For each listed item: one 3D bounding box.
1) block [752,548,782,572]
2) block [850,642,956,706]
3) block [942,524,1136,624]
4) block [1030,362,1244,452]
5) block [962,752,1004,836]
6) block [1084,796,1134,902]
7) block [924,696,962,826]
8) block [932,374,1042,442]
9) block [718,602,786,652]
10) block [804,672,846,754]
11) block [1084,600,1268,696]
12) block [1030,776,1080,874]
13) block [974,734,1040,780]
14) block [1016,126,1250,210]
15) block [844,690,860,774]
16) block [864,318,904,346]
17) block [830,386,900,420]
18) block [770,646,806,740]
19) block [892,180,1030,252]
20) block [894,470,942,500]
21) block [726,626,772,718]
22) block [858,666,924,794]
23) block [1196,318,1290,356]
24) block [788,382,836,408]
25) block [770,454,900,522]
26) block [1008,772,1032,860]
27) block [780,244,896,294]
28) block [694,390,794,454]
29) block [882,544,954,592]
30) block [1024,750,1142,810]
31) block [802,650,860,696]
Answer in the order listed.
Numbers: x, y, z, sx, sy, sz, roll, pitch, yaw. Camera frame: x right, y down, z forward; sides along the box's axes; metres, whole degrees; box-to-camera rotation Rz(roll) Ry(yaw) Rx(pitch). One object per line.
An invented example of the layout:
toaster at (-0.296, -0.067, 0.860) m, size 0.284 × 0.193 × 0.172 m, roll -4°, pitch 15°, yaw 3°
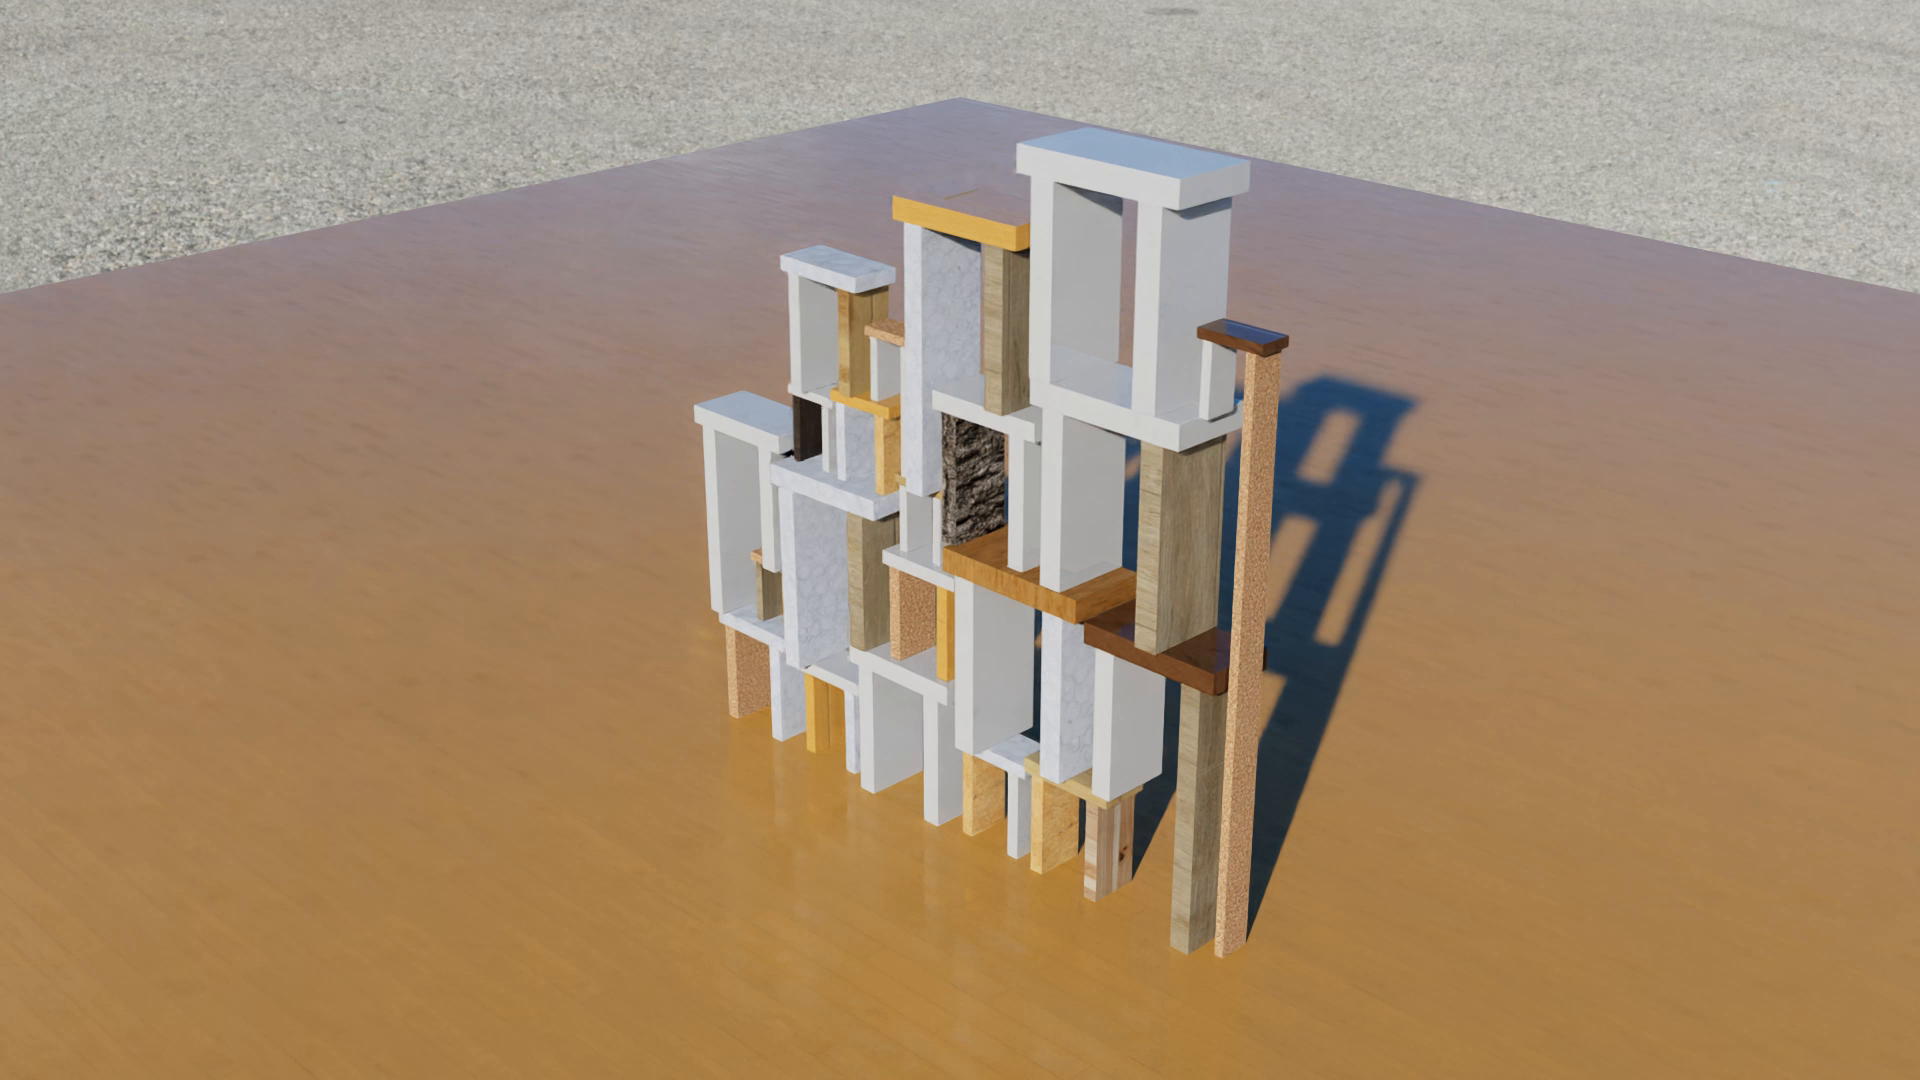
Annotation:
block at (-0.372, 0.042, 4.652) m, size 0.135 × 0.019 × 0.068 m, roll 21°, pitch 31°, yaw 41°
block at (-0.075, 0.247, 4.409) m, size 0.281 × 0.040 × 0.140 m, roll 21°, pitch 31°, yaw 41°
block at (0.147, 0.059, 4.085) m, size 0.169 × 0.048 × 0.338 m, roll -21°, pitch 31°, yaw -40°
block at (0.302, -0.237, 3.796) m, size 0.169 × 0.048 × 0.338 m, roll -21°, pitch 31°, yaw -40°
block at (0.048, 0.488, 4.374) m, size 0.026 × 0.184 × 0.092 m, roll 21°, pitch 31°, yaw 41°
block at (0.282, 0.569, 4.153) m, size 0.029 × 0.208 × 0.104 m, roll 21°, pitch 31°, yaw 41°
block at (-0.009, 0.420, 4.411) m, size 0.040 × 0.281 × 0.140 m, roll 21°, pitch 31°, yaw 41°
block at (0.086, -0.242, 4.025) m, size 0.130 × 0.037 × 0.259 m, roll -21°, pitch 31°, yaw -41°
block at (-0.407, 0.179, 4.740) m, size 0.219 × 0.031 × 0.109 m, roll 21°, pitch 31°, yaw 41°
block at (-0.285, 0.352, 4.691) m, size 0.027 × 0.188 × 0.094 m, roll 21°, pitch 31°, yaw 40°
block at (0.380, 0.187, 3.897) m, size 0.149 × 0.042 × 0.298 m, roll -21°, pitch 31°, yaw -41°
block at (0.184, 0.531, 4.243) m, size 0.104 × 0.208 × 0.029 m, roll -21°, pitch 31°, yaw -41°
block at (0.091, 0.408, 4.293) m, size 0.092 × 0.026 × 0.184 m, roll -21°, pitch 31°, yaw -41°
block at (0.285, -0.621, 3.659) m, size 0.179 × 0.051 × 0.357 m, roll -21°, pitch 31°, yaw -40°
block at (-0.196, 0.387, 4.609) m, size 0.027 × 0.188 × 0.094 m, roll 21°, pitch 31°, yaw 40°
block at (-0.114, -0.392, 4.179) m, size 0.128 × 0.018 × 0.064 m, roll 21°, pitch 31°, yaw 38°
block at (-0.167, -0.275, 4.284) m, size 0.162 × 0.023 × 0.081 m, roll 20°, pitch 31°, yaw 39°
block at (-0.356, 0.314, 4.741) m, size 0.031 × 0.219 × 0.109 m, roll 21°, pitch 31°, yaw 41°
block at (0.042, -0.581, 3.929) m, size 0.154 × 0.044 × 0.309 m, roll -21°, pitch 31°, yaw -40°
block at (-0.054, -0.111, 4.242) m, size 0.069 × 0.020 × 0.139 m, roll -21°, pitch 31°, yaw -41°
block at (-0.459, 0.274, 4.836) m, size 0.031 × 0.219 × 0.109 m, roll 21°, pitch 31°, yaw 41°
block at (-0.141, 0.369, 4.532) m, size 0.040 × 0.281 × 0.140 m, roll 21°, pitch 31°, yaw 41°
block at (0.461, -0.331, 3.583) m, size 0.136 × 0.019 × 0.068 m, roll 21°, pitch 31°, yaw 41°
block at (-0.274, -0.294, 4.396) m, size 0.068 × 0.019 × 0.136 m, roll -19°, pitch 30°, yaw -40°
block at (-0.226, -0.117, 4.408) m, size 0.293 × 0.042 × 0.147 m, roll 20°, pitch 31°, yaw 39°
block at (0.135, 0.522, 4.294) m, size 0.026 × 0.184 × 0.092 m, roll 21°, pitch 31°, yaw 41°
block at (-0.237, -0.525, 4.255) m, size 0.213 × 0.030 × 0.107 m, roll 22°, pitch 31°, yaw 40°
block at (-0.414, -0.246, 4.568) m, size 0.135 × 0.038 × 0.270 m, roll -21°, pitch 31°, yaw -41°
block at (-0.047, 0.046, 4.289) m, size 0.198 × 0.028 × 0.099 m, roll 21°, pitch 31°, yaw 41°
block at (0.232, 0.441, 4.151) m, size 0.208 × 0.029 × 0.104 m, roll 21°, pitch 31°, yaw 41°
block at (-0.244, 0.271, 4.606) m, size 0.188 × 0.027 × 0.094 m, roll 21°, pitch 31°, yaw 40°
